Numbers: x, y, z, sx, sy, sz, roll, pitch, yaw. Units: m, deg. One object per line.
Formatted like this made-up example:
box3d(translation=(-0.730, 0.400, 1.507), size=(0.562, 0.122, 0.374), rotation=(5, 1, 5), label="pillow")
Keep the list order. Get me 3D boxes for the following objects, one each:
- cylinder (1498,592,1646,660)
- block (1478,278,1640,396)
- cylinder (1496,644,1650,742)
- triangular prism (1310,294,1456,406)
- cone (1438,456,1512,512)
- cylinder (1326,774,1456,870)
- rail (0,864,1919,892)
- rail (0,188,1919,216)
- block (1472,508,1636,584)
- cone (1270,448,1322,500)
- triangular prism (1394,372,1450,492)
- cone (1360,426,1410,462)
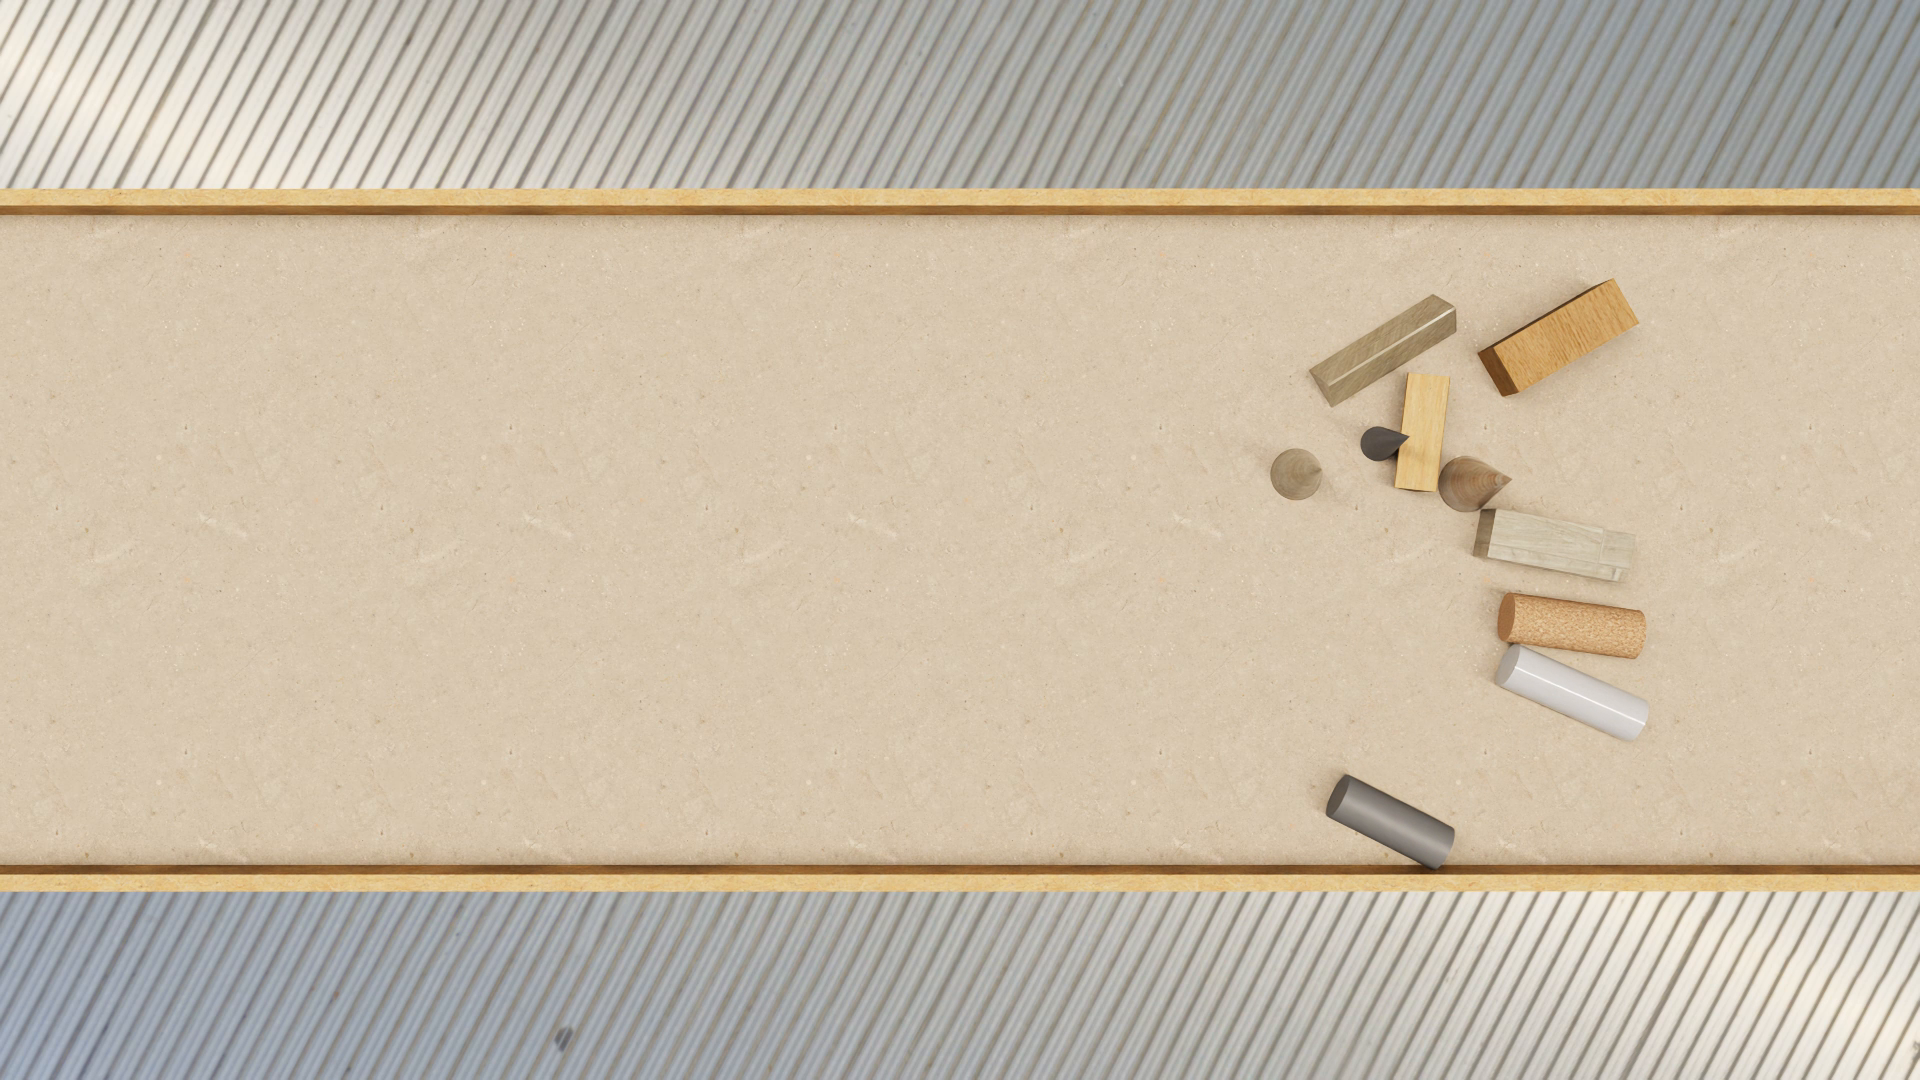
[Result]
box3d(translation=(1.853, 0.260, 5.002), size=(0.396, 0.150, 0.150), rotation=(8, 90, 0), label="cylinder")
box3d(translation=(1.810, -0.611, 4.999), size=(0.414, 0.156, 0.156), rotation=(-30, 90, 0), label="block")
box3d(translation=(1.857, 0.463, 5.006), size=(0.424, 0.141, 0.141), rotation=(24, 90, 0), label="cylinder")
box3d(translation=(1.299, -0.582, 5.015), size=(0.448, 0.116, 0.134), rotation=(-31, 90, 0), label="triangular prism")
box3d(translation=(1.559, -0.172, 4.863), size=(0.174, 0.427, 0.174), rotation=(0, 90, 0), label="cone")
box3d(translation=(1.305, 0.856, 5.005), size=(0.356, 0.143, 0.143), rotation=(27, 90, 0), label="cylinder")
box3d(translation=(-2.247, 1.025, 5.001), size=(12.000, 0.150, 0.050), rotation=(0, 90, 0), label="rail")
box3d(translation=(-2.247, -1.025, 5.002), size=(12.000, 0.150, 0.050), rotation=(0, 90, 0), label="rail")
box3d(translation=(1.799, 0.017, 5.003), size=(0.426, 0.147, 0.147), rotation=(11, 90, 0), label="block")
box3d(translation=(1.035, -0.202, 4.897), size=(0.160, 0.360, 0.160), rotation=(0, 90, 0), label="cone")
box3d(translation=(1.413, -0.322, 4.994), size=(0.108, 0.125, 0.348), rotation=(7, 90, 41), label="triangular prism")
box3d(translation=(1.286, -0.296, 4.893), size=(0.108, 0.367, 0.108), rotation=(0, 90, 0), label="cone")
